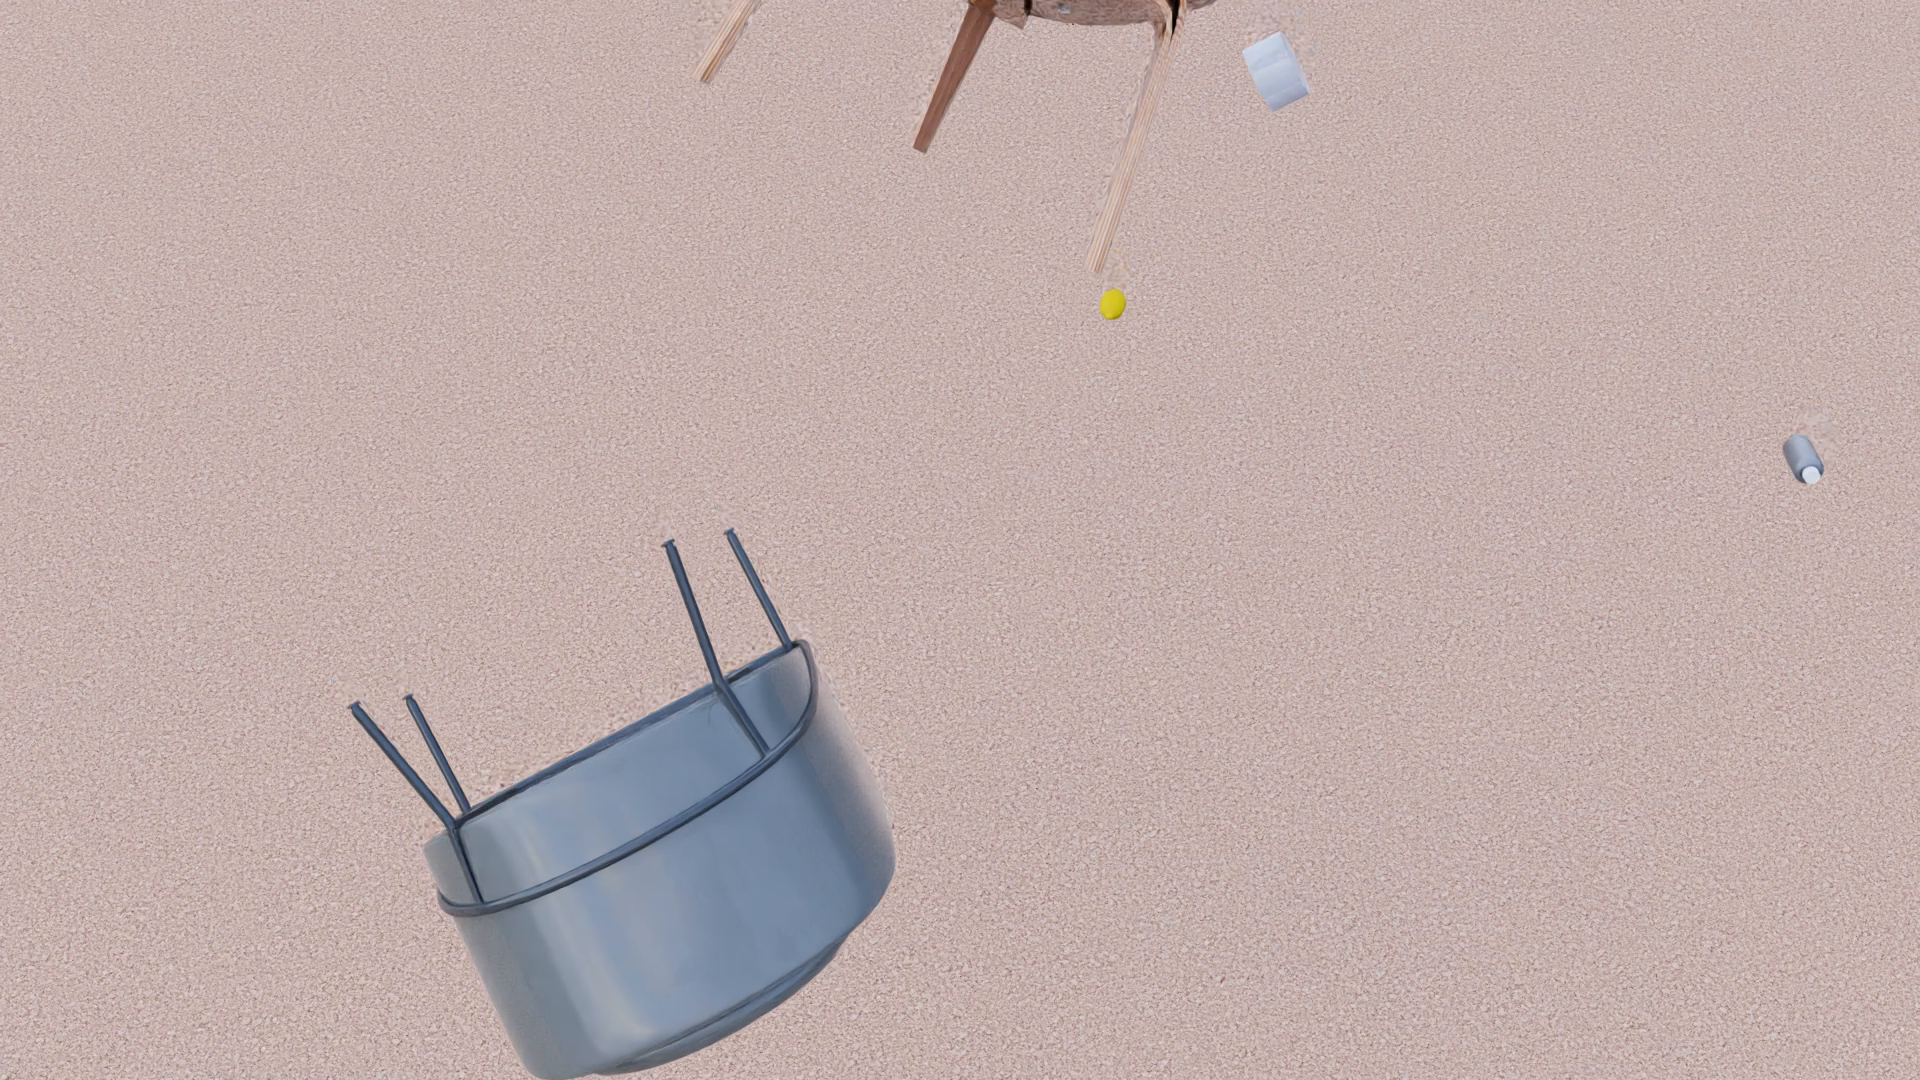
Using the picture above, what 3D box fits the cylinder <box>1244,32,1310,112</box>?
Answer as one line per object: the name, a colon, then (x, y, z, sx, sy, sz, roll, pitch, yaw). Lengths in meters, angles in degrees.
cylinder: (0.610, -0.900, 4.230, 0.078, 0.133, 0.086, -24, 14, 21)
